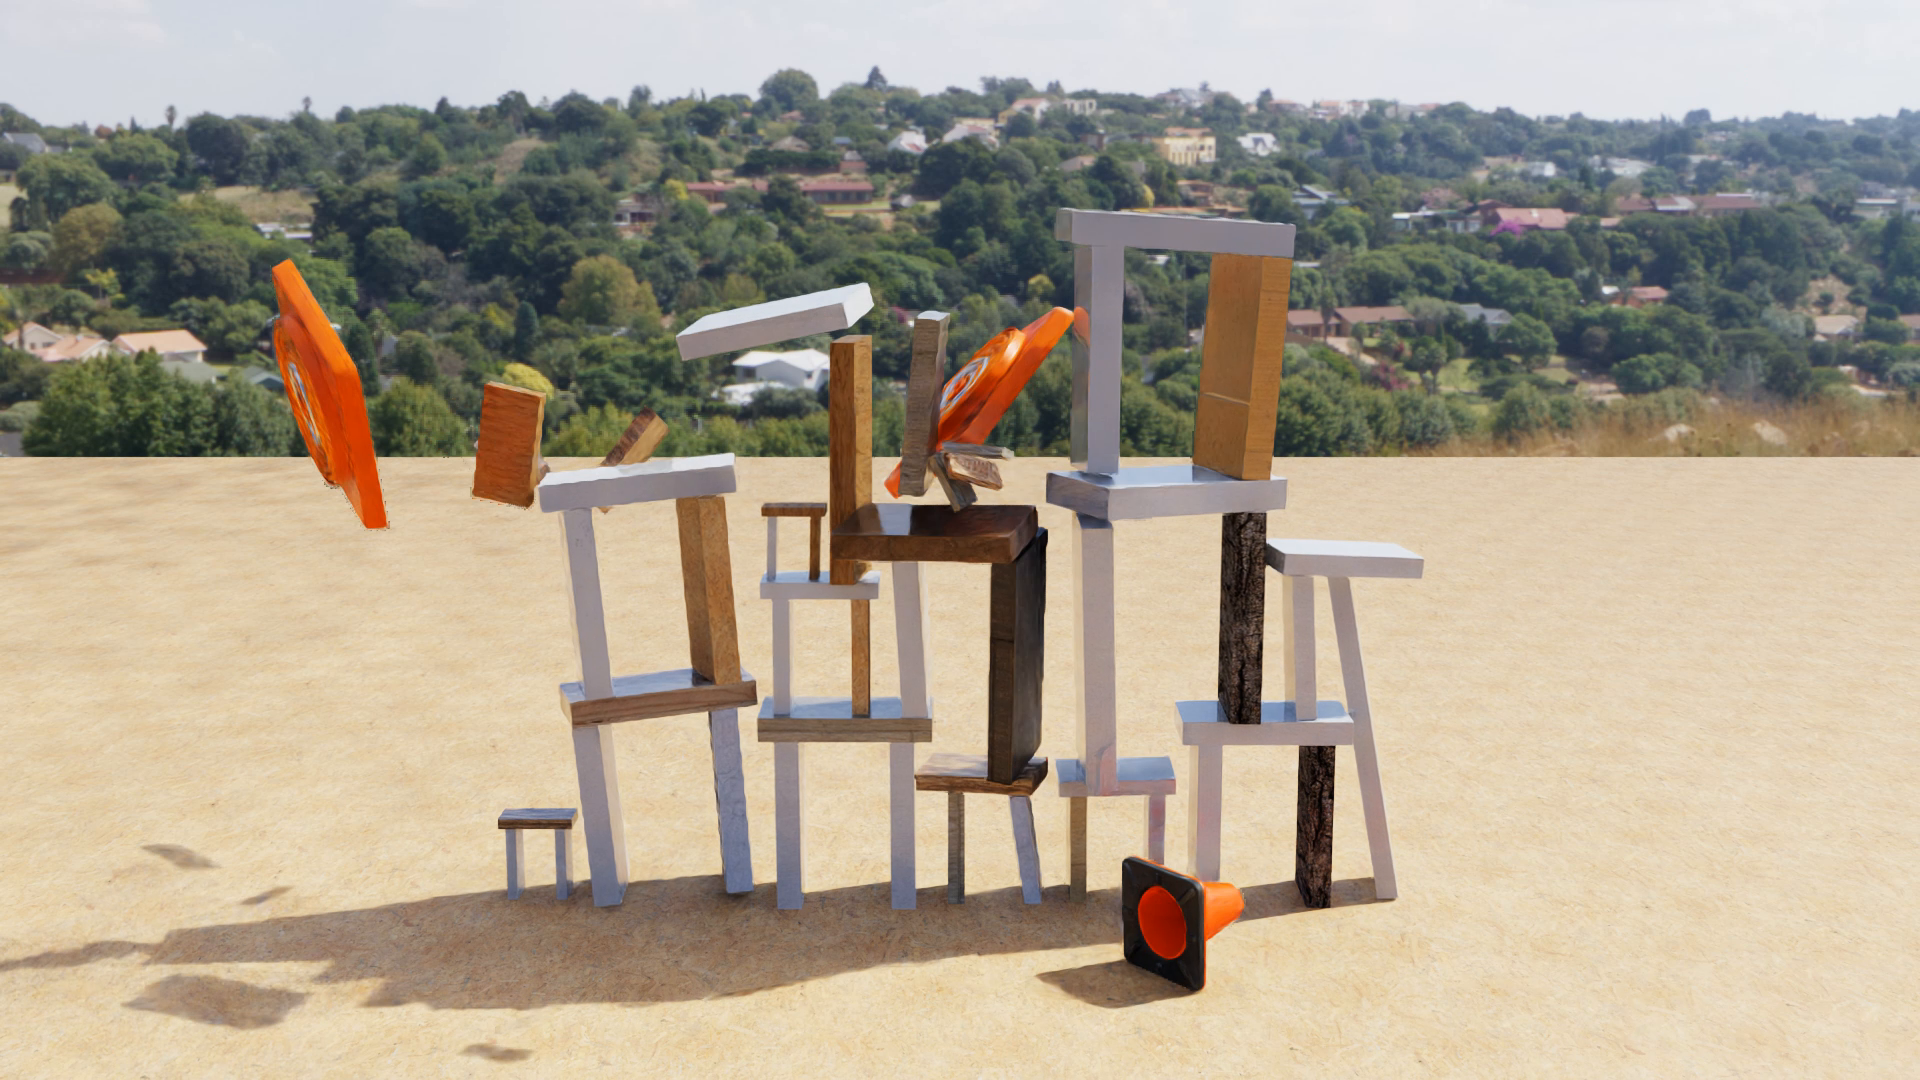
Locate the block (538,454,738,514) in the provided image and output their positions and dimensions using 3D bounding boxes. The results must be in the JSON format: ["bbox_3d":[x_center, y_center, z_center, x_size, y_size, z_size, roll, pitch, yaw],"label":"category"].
[{"bbox_3d":[-0.517,-0.093,3.554,0.309,0.044,0.154,-6,10,-4],"label":"block"}]

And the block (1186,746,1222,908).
[{"bbox_3d":[0.405,0.455,3.644,0.039,0.275,0.138,0,11,0],"label":"block"}]

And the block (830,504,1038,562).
[{"bbox_3d":[-0.038,-0.012,3.407,0.290,0.041,0.145,1,20,19],"label":"block"}]

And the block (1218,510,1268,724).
[{"bbox_3d":[0.459,0.111,3.583,0.049,0.345,0.172,0,11,0],"label":"block"}]

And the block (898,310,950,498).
[{"bbox_3d":[-0.056,-0.214,3.431,0.039,0.274,0.137,7,11,5],"label":"block"}]

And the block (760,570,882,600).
[{"bbox_3d":[-0.225,0.073,3.570,0.191,0.027,0.095,0,11,0],"label":"block"}]

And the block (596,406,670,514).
[{"bbox_3d":[-0.574,-0.136,3.769,0.026,0.186,0.093,34,-8,14],"label":"block"}]

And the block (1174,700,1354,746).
[{"bbox_3d":[0.497,0.300,3.615,0.275,0.039,0.138,0,11,0],"label":"block"}]

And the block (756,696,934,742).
[{"bbox_3d":[-0.185,0.294,3.610,0.282,0.040,0.141,0,11,0],"label":"block"}]

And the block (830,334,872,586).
[{"bbox_3d":[-0.175,-0.130,3.532,0.039,0.387,0.137,2,11,10],"label":"block"}]

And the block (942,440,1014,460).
[{"bbox_3d":[0.026,-0.128,3.161,0.093,0.013,0.046,7,-4,21],"label":"block"}]

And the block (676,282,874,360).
[{"bbox_3d":[-0.282,-0.335,3.368,0.274,0.039,0.137,-9,17,17],"label":"block"}]

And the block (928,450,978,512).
[{"bbox_3d":[-0.010,-0.092,3.358,0.013,0.093,0.046,-27,0,41],"label":"block"}]

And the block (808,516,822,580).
[{"bbox_3d":[-0.234,0.008,3.561,0.015,0.103,0.051,2,10,1],"label":"block"}]

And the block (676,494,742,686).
[{"bbox_3d":[-0.417,0.072,3.630,0.044,0.309,0.154,-8,12,-21],"label":"block"}]

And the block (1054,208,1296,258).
[{"bbox_3d":[0.335,-0.484,3.466,0.349,0.049,0.175,3,9,-7],"label":"block"}]

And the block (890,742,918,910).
[{"bbox_3d":[-0.092,0.452,3.639,0.040,0.282,0.141,0,11,1],"label":"block"}]

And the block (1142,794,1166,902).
[{"bbox_3d":[0.322,0.495,3.656,0.027,0.191,0.095,0,11,0],"label":"block"}]

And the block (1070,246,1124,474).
[{"bbox_3d":[0.215,-0.285,3.474,0.049,0.349,0.175,1,6,-6],"label":"block"}]

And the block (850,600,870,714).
[{"bbox_3d":[-0.161,0.180,3.590,0.027,0.191,0.095,0,11,0],"label":"block"}]

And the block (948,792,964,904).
[{"bbox_3d":[-0.006,0.494,3.649,0.028,0.197,0.099,0,11,0],"label":"block"}]

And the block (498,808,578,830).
[{"bbox_3d":[-0.699,0.462,3.646,0.121,0.017,0.061,0,11,0],"label":"block"}]

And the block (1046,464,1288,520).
[{"bbox_3d":[0.328,-0.078,3.486,0.345,0.049,0.172,-4,12,-31],"label":"block"}]

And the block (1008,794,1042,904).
[{"bbox_3d":[0.108,0.489,3.630,0.028,0.197,0.099,-7,20,5],"label":"block"}]

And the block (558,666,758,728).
[{"bbox_3d":[-0.501,0.255,3.640,0.304,0.043,0.152,-6,10,-17],"label":"block"}]

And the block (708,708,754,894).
[{"bbox_3d":[-0.386,0.424,3.685,0.043,0.304,0.152,-6,5,-9],"label":"block"}]

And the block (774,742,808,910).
[{"bbox_3d":[-0.279,0.452,3.639,0.040,0.282,0.141,0,11,0],"label":"block"}]

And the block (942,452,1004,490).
[{"bbox_3d":[0.019,-0.105,3.337,0.093,0.013,0.046,14,42,-33],"label":"block"}]

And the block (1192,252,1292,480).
[{"bbox_3d":[0.449,-0.282,3.518,0.049,0.349,0.175,1,10,-21],"label":"block"}]

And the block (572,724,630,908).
[{"bbox_3d":[-0.595,0.437,3.647,0.043,0.304,0.152,-6,10,-2],"label":"block"}]

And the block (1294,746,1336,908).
[{"bbox_3d":[0.588,0.455,3.644,0.039,0.275,0.138,0,11,1],"label":"block"}]

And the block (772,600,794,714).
[{"bbox_3d":[-0.288,0.180,3.591,0.027,0.191,0.095,0,11,0],"label":"block"}]

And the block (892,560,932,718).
[{"bbox_3d":[-0.076,0.124,3.542,0.041,0.290,0.145,-2,25,3],"label":"block"}]

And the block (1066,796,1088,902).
[{"bbox_3d":[0.193,0.492,3.643,0.027,0.191,0.095,-1,18,-1],"label":"block"}]

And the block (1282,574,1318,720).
[{"bbox_3d":[0.554,0.162,3.591,0.034,0.239,0.120,-3,11,0],"label":"block"}]

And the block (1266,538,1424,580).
[{"bbox_3d":[0.616,0.030,3.569,0.239,0.034,0.120,2,12,-14],"label":"block"}]

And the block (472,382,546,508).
[{"bbox_3d":[-0.721,-0.152,3.518,0.093,0.186,0.026,13,17,8],"label":"block"}]

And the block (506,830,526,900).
[{"bbox_3d":[-0.740,0.530,3.659,0.017,0.121,0.061,0,11,0],"label":"block"}]

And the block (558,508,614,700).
[{"bbox_3d":[-0.611,0.093,3.575,0.044,0.309,0.154,-8,10,-14],"label":"block"}]

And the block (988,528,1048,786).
[{"bbox_3d":[0.090,0.183,3.482,0.041,0.386,0.145,9,25,19],"label":"block"}]

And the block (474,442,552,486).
[{"bbox_3d":[-0.805,-0.146,3.961,0.093,0.026,0.186,-33,41,-7],"label":"block"}]

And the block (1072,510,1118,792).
[{"bbox_3d":[0.215,0.166,3.534,0.049,0.441,0.172,-3,18,-2],"label":"block"}]

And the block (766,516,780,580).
[{"bbox_3d":[-0.303,0.008,3.562,0.015,0.103,0.051,1,10,0],"label":"block"}]

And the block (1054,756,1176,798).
[{"bbox_3d":[0.254,0.388,3.609,0.191,0.027,0.095,-1,18,-2],"label":"block"}]

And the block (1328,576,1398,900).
[{"bbox_3d":[0.668,0.313,3.651,0.034,0.554,0.120,-9,9,11],"label":"block"}]

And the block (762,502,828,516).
[{"bbox_3d":[-0.267,-0.049,3.549,0.103,0.015,0.051,0,10,1],"label":"block"}]

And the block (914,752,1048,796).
[{"bbox_3d":[0.036,0.381,3.589,0.197,0.028,0.099,0,15,18],"label":"block"}]

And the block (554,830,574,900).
[{"bbox_3d":[-0.659,0.530,3.659,0.017,0.122,0.061,0,11,0],"label":"block"}]
